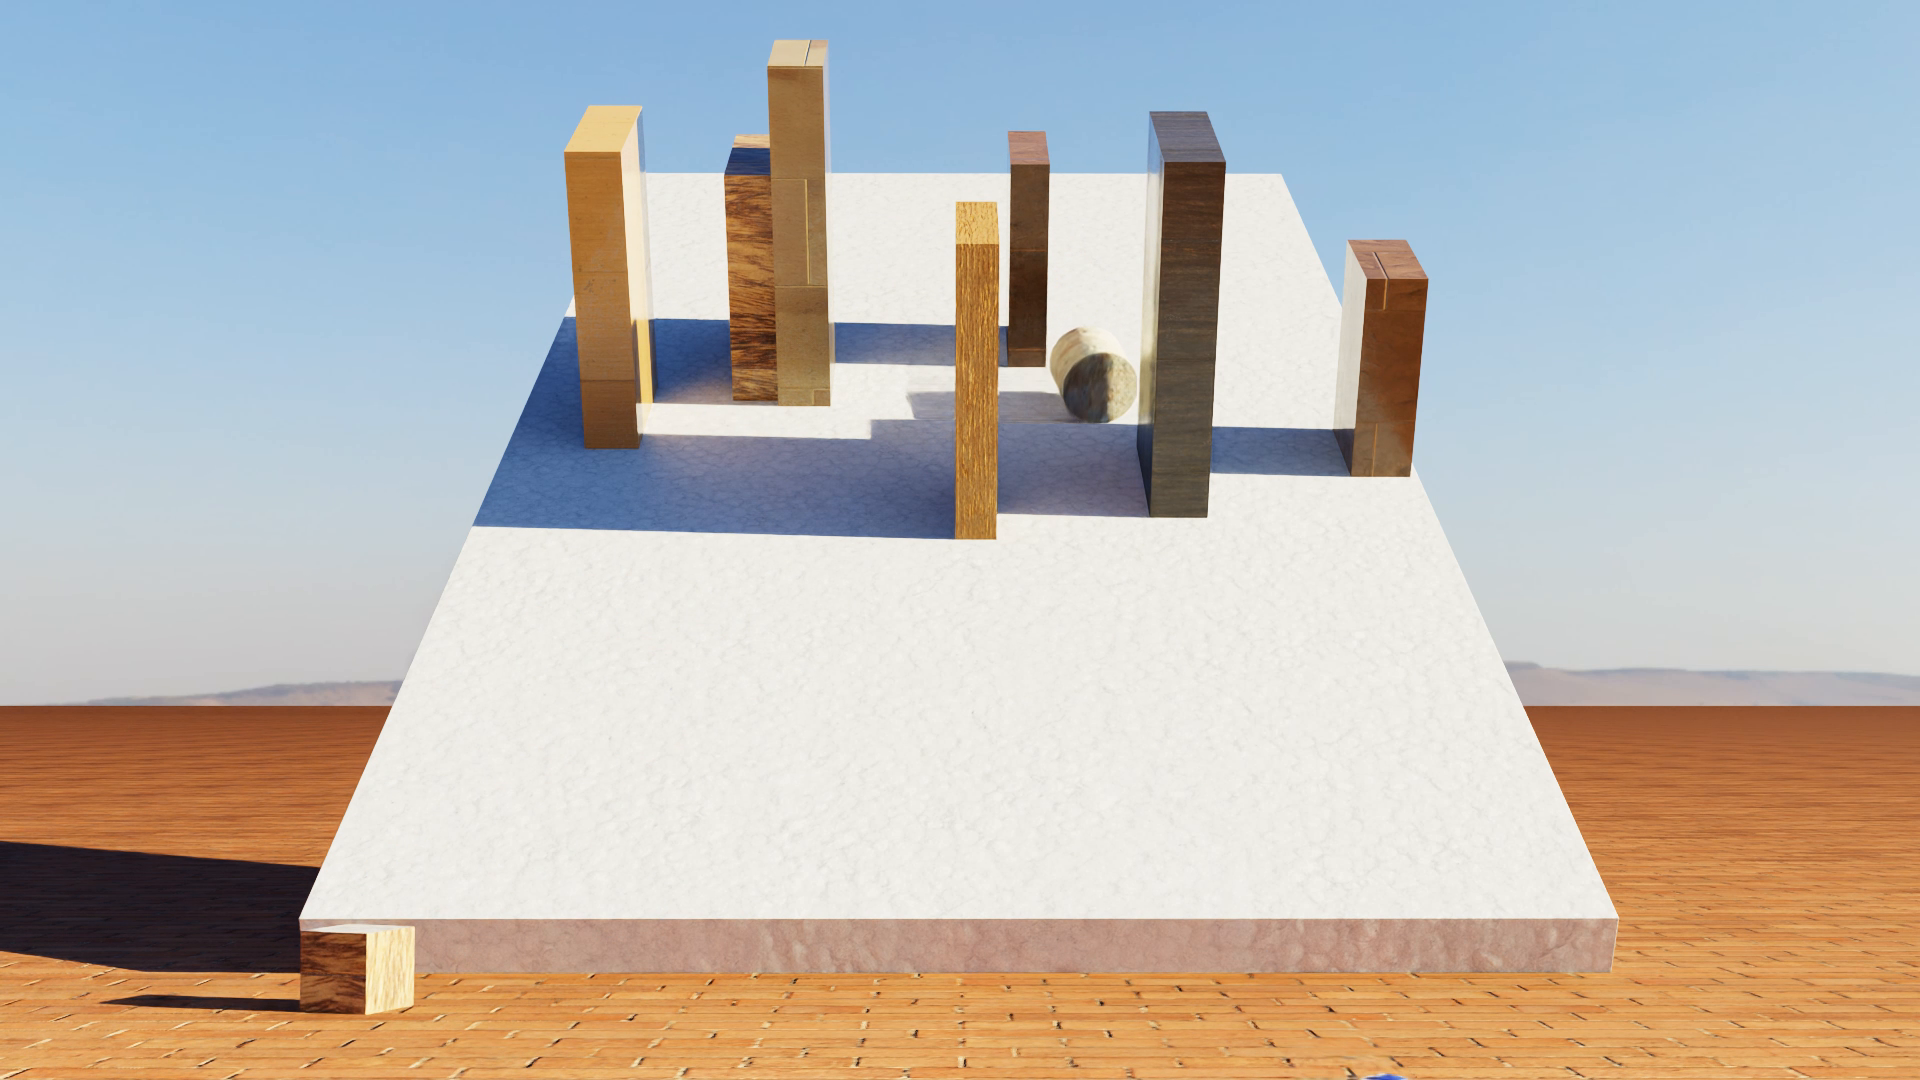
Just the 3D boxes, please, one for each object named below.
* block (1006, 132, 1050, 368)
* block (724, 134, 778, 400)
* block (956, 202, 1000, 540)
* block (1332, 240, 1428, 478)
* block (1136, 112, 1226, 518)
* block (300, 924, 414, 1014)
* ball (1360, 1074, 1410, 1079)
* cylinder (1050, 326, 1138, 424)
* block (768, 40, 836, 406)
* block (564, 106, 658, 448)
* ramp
[{"bbox_3d":[0.162,-0.707,5.690,0.092,0.505,0.290,0,25,0],"label":"block"},{"bbox_3d":[-0.469,-0.642,5.505,0.122,0.542,0.342,0,25,0],"label":"block"},{"bbox_3d":[0.033,-0.344,4.768,0.084,0.629,0.280,0,25,0],"label":"block"},{"bbox_3d":[0.911,-0.396,5.094,0.129,0.451,0.266,0,25,0],"label":"block"},{"bbox_3d":[0.455,-0.471,4.886,0.120,0.761,0.382,0,25,0],"label":"block"},{"bbox_3d":[-0.819,0.583,3.187,0.107,0.107,0.107,-2,-4,22],"label":"block"},{"bbox_3d":[0.354,0.497,1.940,0.108,0.108,0.108,0,-4,0],"label":"ball"},{"bbox_3d":[0.306,-0.380,5.382,0.175,0.175,0.175,1,25,-9],"label":"cylinder"},{"bbox_3d":[-0.360,-0.723,5.377,0.121,0.797,0.249,0,25,0],"label":"block"},{"bbox_3d":[-0.773,-0.589,5.230,0.119,0.676,0.377,0,25,0],"label":"block"},{"bbox_3d":[-0.009,-0.229,5.381,2.000,0.100,4.000,0,25,0],"label":"ramp"}]
